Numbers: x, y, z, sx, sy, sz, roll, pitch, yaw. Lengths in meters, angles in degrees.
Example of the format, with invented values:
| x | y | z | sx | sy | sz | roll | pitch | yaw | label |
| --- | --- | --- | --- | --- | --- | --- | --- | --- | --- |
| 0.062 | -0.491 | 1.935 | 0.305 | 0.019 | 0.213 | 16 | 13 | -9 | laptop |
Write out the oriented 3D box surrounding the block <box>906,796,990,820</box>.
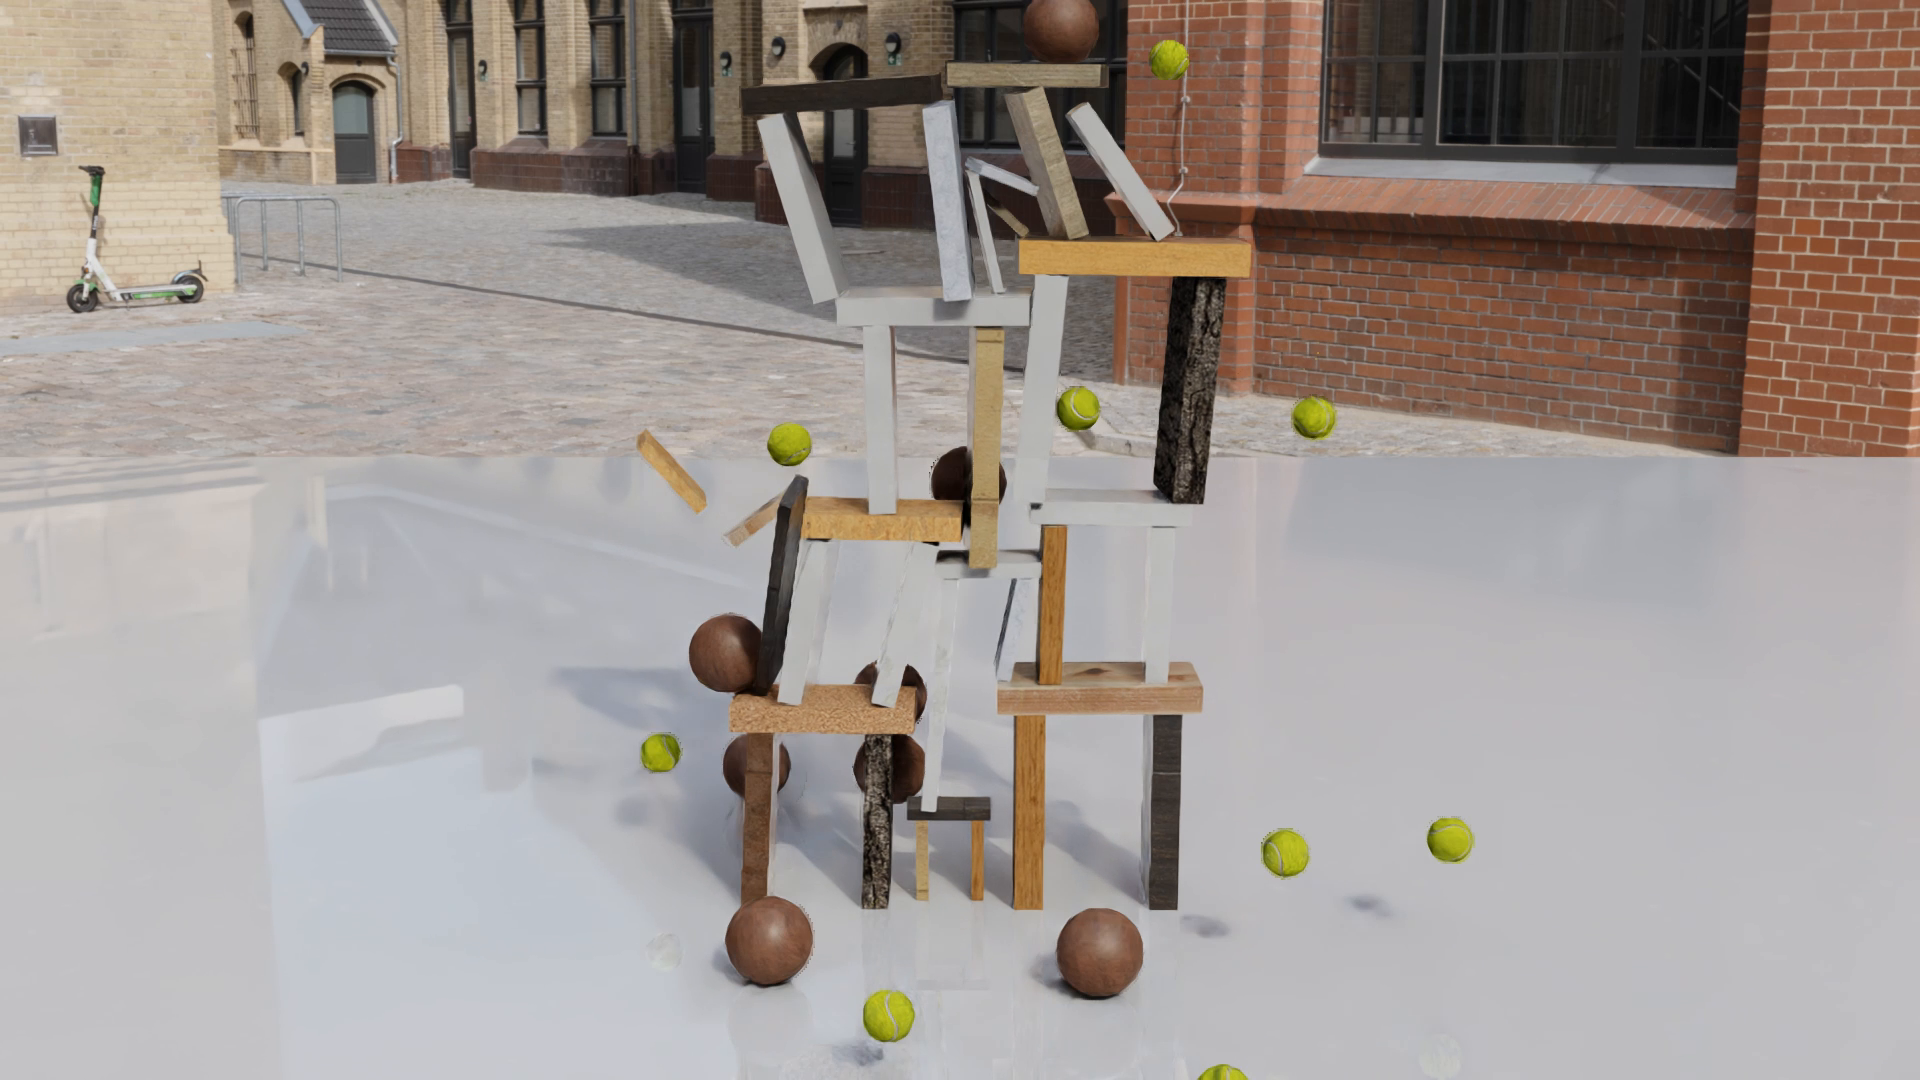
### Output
| x | y | z | sx | sy | sz | roll | pitch | yaw | label |
| --- | --- | --- | --- | --- | --- | --- | --- | --- | --- |
| -0.018 | 0.445 | 3.642 | 0.138 | 0.020 | 0.069 | 0 | 11 | 0 | block |

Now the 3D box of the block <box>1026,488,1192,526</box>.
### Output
| x | y | z | sx | sy | sz | roll | pitch | yaw | label |
| --- | --- | --- | --- | --- | --- | --- | --- | --- | --- |
| 0.238 | -0.053 | 3.546 | 0.257 | 0.036 | 0.129 | 1 | 11 | -1 | block |

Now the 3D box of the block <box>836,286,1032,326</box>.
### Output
| x | y | z | sx | sy | sz | roll | pitch | yaw | label |
| --- | --- | --- | --- | --- | --- | --- | --- | --- | --- |
| -0.037 | -0.369 | 3.460 | 0.299 | 0.042 | 0.149 | 0 | 13 | 4 | block |

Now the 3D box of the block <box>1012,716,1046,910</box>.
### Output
| x | y | z | sx | sy | sz | roll | pitch | yaw | label |
| --- | --- | --- | --- | --- | --- | --- | --- | --- | --- |
| 0.113 | 0.428 | 3.640 | 0.047 | 0.329 | 0.165 | 0 | 11 | 0 | block |

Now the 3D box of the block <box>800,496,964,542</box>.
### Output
| x | y | z | sx | sy | sz | roll | pitch | yaw | label |
| --- | --- | --- | --- | --- | --- | --- | --- | --- | --- |
| -0.133 | -0.034 | 3.531 | 0.275 | 0.039 | 0.138 | 1 | 13 | 2 | block |

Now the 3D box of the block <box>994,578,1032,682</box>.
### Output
| x | y | z | sx | sy | sz | roll | pitch | yaw | label |
| --- | --- | --- | --- | --- | --- | --- | --- | --- | --- |
| 0.086 | 0.134 | 3.572 | 0.024 | 0.173 | 0.086 | 11 | 14 | -4 | block |

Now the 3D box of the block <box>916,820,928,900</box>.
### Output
| x | y | z | sx | sy | sz | roll | pitch | yaw | label |
| --- | --- | --- | --- | --- | --- | --- | --- | --- | --- |
| -0.062 | 0.522 | 3.657 | 0.020 | 0.138 | 0.069 | 0 | 11 | 0 | block |

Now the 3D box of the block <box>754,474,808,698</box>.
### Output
| x | y | z | sx | sy | sz | roll | pitch | yaw | label |
| --- | --- | --- | --- | --- | --- | --- | --- | --- | --- |
| -0.282 | 0.079 | 3.450 | 0.020 | 0.455 | 0.070 | 20 | 47 | 7 | block |

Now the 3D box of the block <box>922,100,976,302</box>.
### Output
| x | y | z | sx | sy | sz | roll | pitch | yaw | label |
| --- | --- | --- | --- | --- | --- | --- | --- | --- | --- |
| -0.016 | -0.523 | 3.377 | 0.041 | 0.291 | 0.145 | -6 | 15 | 4 | block |

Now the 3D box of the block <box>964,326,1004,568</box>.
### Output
| x | y | z | sx | sy | sz | roll | pitch | yaw | label |
| --- | --- | --- | --- | --- | --- | --- | --- | --- | --- |
| 0.037 | -0.158 | 3.496 | 0.042 | 0.379 | 0.149 | 1 | 15 | -4 | block |

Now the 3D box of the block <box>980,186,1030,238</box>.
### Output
| x | y | z | sx | sy | sz | roll | pitch | yaw | label |
| --- | --- | --- | --- | --- | --- | --- | --- | --- | --- |
| 0.064 | -0.520 | 3.469 | 0.107 | 0.015 | 0.054 | 42 | 6 | -9 | block |

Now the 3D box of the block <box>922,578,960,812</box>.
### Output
| x | y | z | sx | sy | sz | roll | pitch | yaw | label |
| --- | --- | --- | --- | --- | --- | --- | --- | --- | --- |
| -0.032 | 0.244 | 3.592 | 0.024 | 0.392 | 0.086 | 6 | 13 | 1 | block |

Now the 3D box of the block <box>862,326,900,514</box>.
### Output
| x | y | z | sx | sy | sz | roll | pitch | yaw | label |
| --- | --- | --- | --- | --- | --- | --- | --- | --- | --- |
| -0.125 | -0.203 | 3.505 | 0.042 | 0.299 | 0.149 | -1 | 13 | 1 | block |

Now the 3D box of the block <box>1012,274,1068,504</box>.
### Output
| x | y | z | sx | sy | sz | roll | pitch | yaw | label |
| --- | --- | --- | --- | --- | --- | --- | --- | --- | --- |
| 0.130 | -0.250 | 3.515 | 0.050 | 0.356 | 0.178 | 6 | 11 | 2 | block |

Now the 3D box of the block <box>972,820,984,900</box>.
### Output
| x | y | z | sx | sy | sz | roll | pitch | yaw | label |
| --- | --- | --- | --- | --- | --- | --- | --- | --- | --- |
| 0.029 | 0.522 | 3.657 | 0.020 | 0.138 | 0.069 | 0 | 11 | 0 | block |

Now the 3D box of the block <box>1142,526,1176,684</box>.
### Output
| x | y | z | sx | sy | sz | roll | pitch | yaw | label |
| --- | --- | --- | --- | --- | --- | --- | --- | --- | --- |
| 0.322 | 0.092 | 3.582 | 0.036 | 0.257 | 0.129 | 2 | 11 | 2 | block |

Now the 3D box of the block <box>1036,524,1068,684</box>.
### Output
| x | y | z | sx | sy | sz | roll | pitch | yaw | label |
| --- | --- | --- | --- | --- | --- | --- | --- | --- | --- |
| 0.148 | 0.094 | 3.572 | 0.036 | 0.257 | 0.129 | 2 | 11 | -1 | block |

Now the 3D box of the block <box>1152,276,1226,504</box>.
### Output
| x | y | z | sx | sy | sz | roll | pitch | yaw | label |
| --- | --- | --- | --- | --- | --- | --- | --- | --- | --- |
| 0.367 | -0.250 | 3.532 | 0.050 | 0.356 | 0.178 | 4 | 11 | -6 | block |

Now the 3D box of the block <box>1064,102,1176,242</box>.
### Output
| x | y | z | sx | sy | sz | roll | pitch | yaw | label |
| --- | --- | --- | --- | --- | --- | --- | --- | --- | --- |
| 0.250 | -0.578 | 3.448 | 0.034 | 0.237 | 0.118 | -35 | 10 | 5 | block |

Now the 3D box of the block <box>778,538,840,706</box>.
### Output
| x | y | z | sx | sy | sz | roll | pitch | yaw | label |
| --- | --- | --- | --- | --- | --- | --- | --- | --- | --- |
| -0.243 | 0.117 | 3.576 | 0.039 | 0.275 | 0.138 | 11 | 13 | 5 | block |

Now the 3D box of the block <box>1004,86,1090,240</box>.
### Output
| x | y | z | sx | sy | sz | roll | pitch | yaw | label |
| --- | --- | --- | --- | --- | --- | --- | --- | --- | --- |
| 0.135 | -0.590 | 3.439 | 0.034 | 0.237 | 0.118 | -21 | 15 | -9 | block |

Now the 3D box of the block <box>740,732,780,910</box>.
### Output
| x | y | z | sx | sy | sz | roll | pitch | yaw | label |
| --- | --- | --- | --- | --- | --- | --- | --- | --- | --- |
| -0.329 | 0.443 | 3.641 | 0.042 | 0.297 | 0.149 | 3 | 11 | 0 | block |

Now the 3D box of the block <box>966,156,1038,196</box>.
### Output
| x | y | z | sx | sy | sz | roll | pitch | yaw | label |
| --- | --- | --- | --- | --- | --- | --- | --- | --- | --- |
| 0.065 | -0.564 | 3.408 | 0.107 | 0.015 | 0.054 | 16 | 16 | -32 | block |

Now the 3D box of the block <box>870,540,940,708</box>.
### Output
| x | y | z | sx | sy | sz | roll | pitch | yaw | label |
| --- | --- | --- | --- | --- | --- | --- | --- | --- | --- |
| -0.089 | 0.120 | 3.566 | 0.039 | 0.275 | 0.138 | 15 | 12 | -4 | block |

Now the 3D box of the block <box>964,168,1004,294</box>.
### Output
| x | y | z | sx | sy | sz | roll | pitch | yaw | label |
| --- | --- | --- | --- | --- | --- | --- | --- | --- | --- |
| 0.038 | -0.480 | 3.420 | 0.015 | 0.189 | 0.054 | -14 | 20 | -3 | block |

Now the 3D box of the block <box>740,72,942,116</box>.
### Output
| x | y | z | sx | sy | sz | roll | pitch | yaw | label |
| --- | --- | --- | --- | --- | --- | --- | --- | --- | --- |
| -0.180 | -0.688 | 3.393 | 0.291 | 0.041 | 0.145 | -3 | 13 | 7 | block |

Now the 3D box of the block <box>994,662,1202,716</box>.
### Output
| x | y | z | sx | sy | sz | roll | pitch | yaw | label |
| --- | --- | --- | --- | --- | --- | --- | --- | --- | --- |
| 0.224 | 0.242 | 3.607 | 0.329 | 0.047 | 0.165 | 0 | 11 | -1 | block |

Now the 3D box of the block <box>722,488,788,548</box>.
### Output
| x | y | z | sx | sy | sz | roll | pitch | yaw | label |
| --- | --- | --- | --- | --- | --- | --- | --- | --- | --- |
| -0.313 | -0.039 | 3.508 | 0.140 | 0.020 | 0.070 | -37 | 9 | -10 | block |

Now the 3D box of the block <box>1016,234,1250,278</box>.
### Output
| x | y | z | sx | sy | sz | roll | pitch | yaw | label |
| --- | --- | --- | --- | --- | --- | --- | --- | --- | --- |
| 0.269 | -0.450 | 3.477 | 0.356 | 0.050 | 0.178 | 1 | 11 | -1 | block |

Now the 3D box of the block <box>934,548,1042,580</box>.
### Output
| x | y | z | sx | sy | sz | roll | pitch | yaw | label |
| --- | --- | --- | --- | --- | --- | --- | --- | --- | --- |
| 0.045 | 0.039 | 3.545 | 0.173 | 0.024 | 0.086 | -1 | 15 | -1 | block |

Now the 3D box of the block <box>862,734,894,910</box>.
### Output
| x | y | z | sx | sy | sz | roll | pitch | yaw | label |
| --- | --- | --- | --- | --- | --- | --- | --- | --- | --- |
| -0.135 | 0.443 | 3.640 | 0.042 | 0.297 | 0.148 | 2 | 11 | 0 | block |

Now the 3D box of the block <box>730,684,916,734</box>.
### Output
| x | y | z | sx | sy | sz | roll | pitch | yaw | label |
| --- | --- | --- | --- | --- | --- | --- | --- | --- | --- |
| -0.222 | 0.276 | 3.607 | 0.297 | 0.042 | 0.149 | 0 | 11 | 1 | block |

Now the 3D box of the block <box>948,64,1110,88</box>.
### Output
| x | y | z | sx | sy | sz | roll | pitch | yaw | label |
| --- | --- | --- | --- | --- | --- | --- | --- | --- | --- |
| 0.108 | -0.725 | 3.433 | 0.237 | 0.034 | 0.118 | 3 | 11 | 10 | block |

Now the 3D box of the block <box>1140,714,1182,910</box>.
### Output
| x | y | z | sx | sy | sz | roll | pitch | yaw | label |
| --- | --- | --- | --- | --- | --- | --- | --- | --- | --- |
| 0.333 | 0.427 | 3.642 | 0.047 | 0.329 | 0.165 | 0 | 11 | 0 | block |

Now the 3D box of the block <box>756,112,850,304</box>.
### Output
| x | y | z | sx | sy | sz | roll | pitch | yaw | label |
| --- | --- | --- | --- | --- | --- | --- | --- | --- | --- |
| -0.243 | -0.523 | 3.440 | 0.041 | 0.291 | 0.145 | -15 | 12 | 7 | block |

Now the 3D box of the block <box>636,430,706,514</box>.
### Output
| x | y | z | sx | sy | sz | roll | pitch | yaw | label |
| --- | --- | --- | --- | --- | --- | --- | --- | --- | --- |
| -0.450 | -0.107 | 3.428 | 0.020 | 0.140 | 0.070 | -39 | 20 | 6 | block |
